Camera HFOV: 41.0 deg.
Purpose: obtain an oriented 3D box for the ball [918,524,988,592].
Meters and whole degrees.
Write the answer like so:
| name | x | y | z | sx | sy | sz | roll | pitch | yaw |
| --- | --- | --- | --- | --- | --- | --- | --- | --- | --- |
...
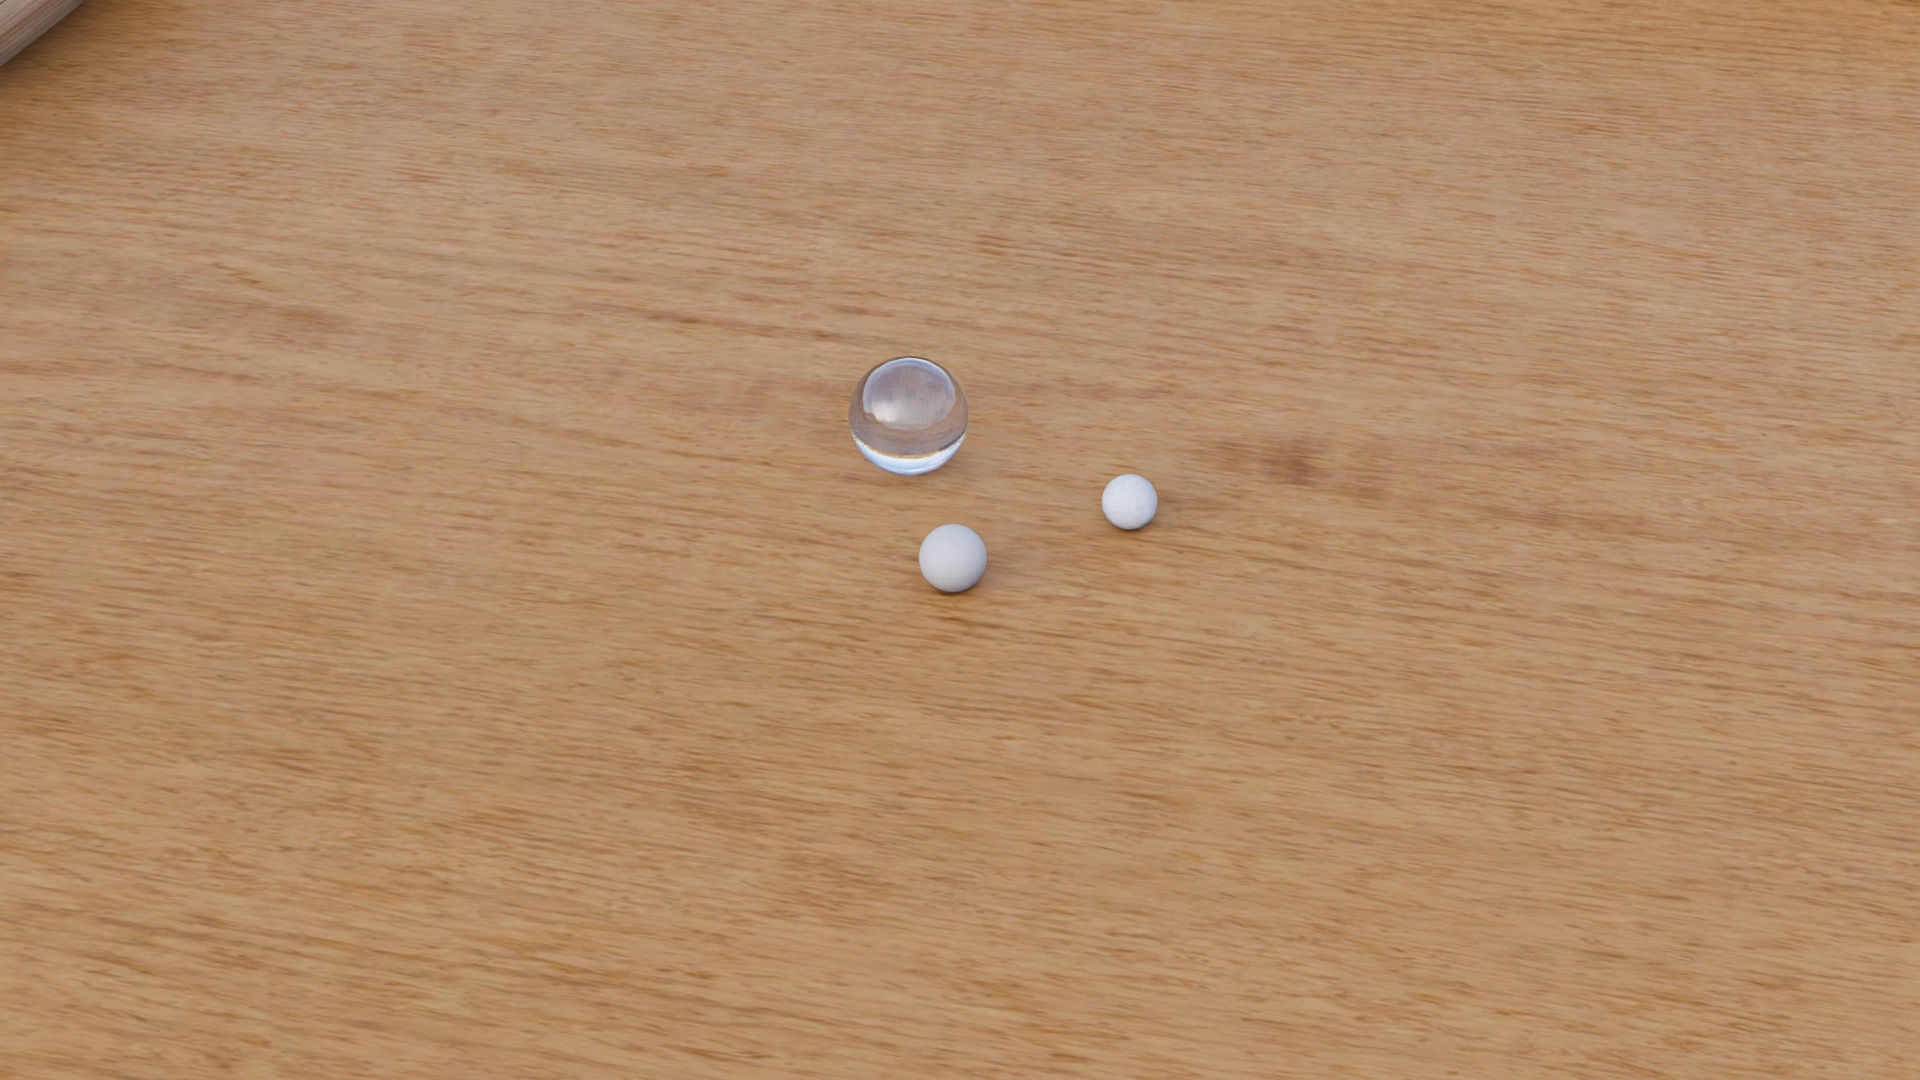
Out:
| name | x | y | z | sx | sy | sz | roll | pitch | yaw |
| --- | --- | --- | --- | --- | --- | --- | --- | --- | --- |
| ball | -0.005 | 0.013 | 1.782 | 0.048 | 0.048 | 0.048 | 0 | 35 | 0 |

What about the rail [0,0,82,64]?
| name | x | y | z | sx | sy | sz | roll | pitch | yaw |
| --- | --- | --- | --- | --- | --- | --- | --- | --- | --- |
| rail | -1.053 | -0.168 | 1.971 | 0.045 | 0.125 | 2.595 | 8 | 36 | 11 |

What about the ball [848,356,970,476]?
| name | x | y | z | sx | sy | sz | roll | pitch | yaw |
| --- | --- | --- | --- | --- | --- | --- | --- | --- | --- |
| ball | -0.038 | -0.092 | 1.895 | 0.089 | 0.089 | 0.089 | 0 | 35 | 0 |

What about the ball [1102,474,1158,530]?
| name | x | y | z | sx | sy | sz | roll | pitch | yaw |
| --- | --- | --- | --- | --- | --- | --- | --- | --- | --- |
| ball | 0.122 | -0.027 | 1.845 | 0.040 | 0.040 | 0.040 | 0 | 35 | 0 |
